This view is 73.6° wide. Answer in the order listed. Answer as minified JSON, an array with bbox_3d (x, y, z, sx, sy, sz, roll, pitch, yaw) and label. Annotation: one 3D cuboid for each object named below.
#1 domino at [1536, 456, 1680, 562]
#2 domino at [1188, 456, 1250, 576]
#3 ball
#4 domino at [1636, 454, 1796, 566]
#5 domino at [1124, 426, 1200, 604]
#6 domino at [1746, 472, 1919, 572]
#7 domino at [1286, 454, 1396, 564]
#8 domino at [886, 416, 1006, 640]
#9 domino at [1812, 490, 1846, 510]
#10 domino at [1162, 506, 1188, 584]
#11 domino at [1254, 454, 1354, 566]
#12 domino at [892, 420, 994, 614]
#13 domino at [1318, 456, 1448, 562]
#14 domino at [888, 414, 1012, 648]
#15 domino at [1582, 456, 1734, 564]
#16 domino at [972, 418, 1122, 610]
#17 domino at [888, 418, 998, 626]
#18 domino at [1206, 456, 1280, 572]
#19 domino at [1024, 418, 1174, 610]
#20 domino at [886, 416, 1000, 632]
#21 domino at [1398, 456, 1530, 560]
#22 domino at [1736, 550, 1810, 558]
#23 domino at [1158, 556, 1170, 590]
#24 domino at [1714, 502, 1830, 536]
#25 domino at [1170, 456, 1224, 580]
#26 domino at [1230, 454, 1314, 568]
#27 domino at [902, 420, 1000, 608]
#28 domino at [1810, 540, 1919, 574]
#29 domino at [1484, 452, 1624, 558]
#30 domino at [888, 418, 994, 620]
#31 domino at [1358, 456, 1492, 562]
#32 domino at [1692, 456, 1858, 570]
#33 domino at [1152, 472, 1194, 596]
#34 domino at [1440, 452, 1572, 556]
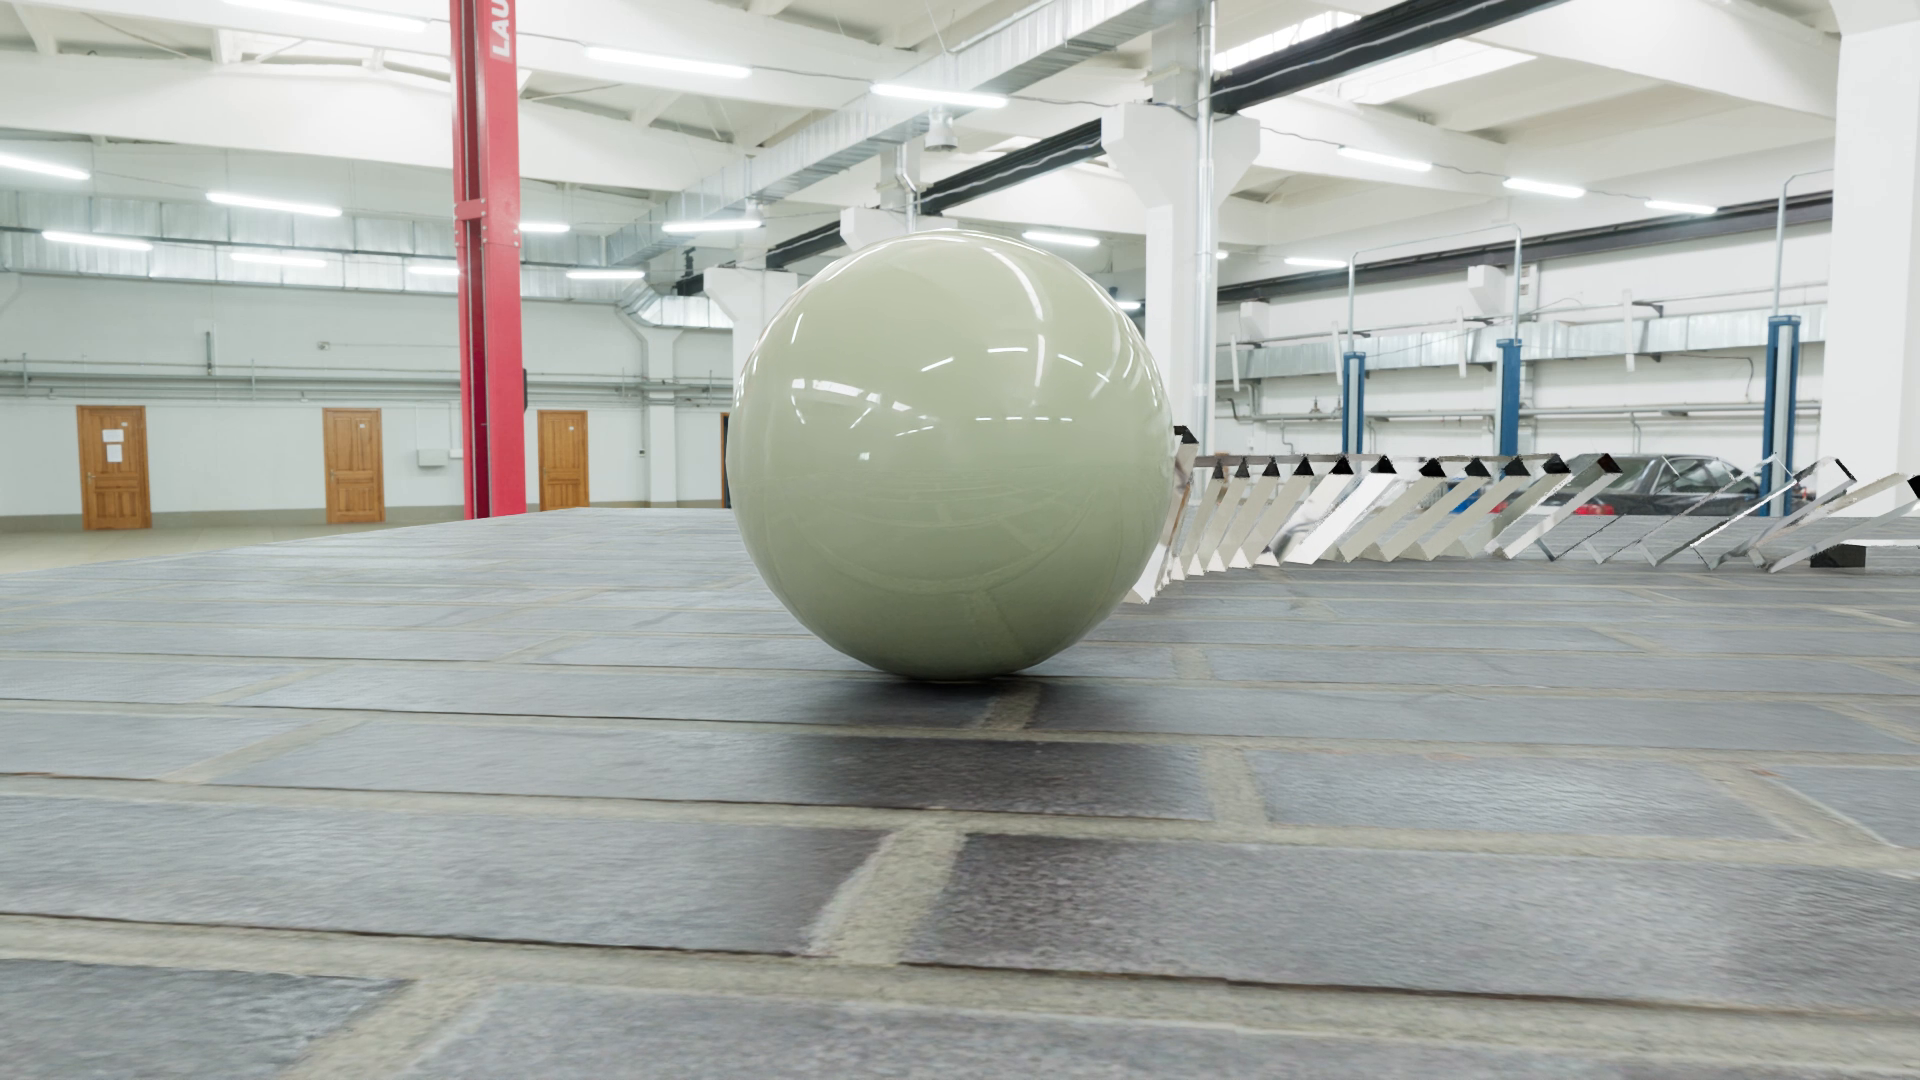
[{"bbox_3d":[0.234,-0.011,0.464,0.050,0.010,0.025,-40,-15,25],"label":"domino"},{"bbox_3d":[0.078,-0.009,0.435,0.025,0.009,0.050,3,43,34],"label":"domino"},{"bbox_3d":[-0.002,-0.015,0.230,0.080,0.080,0.080,0,4,0],"label":"ball"},{"bbox_3d":[0.260,-0.010,0.443,0.050,0.009,0.025,-40,-14,28],"label":"domino"},{"bbox_3d":[0.046,-0.008,0.354,0.025,0.050,0.009,4,-26,39],"label":"domino"},{"bbox_3d":[0.291,-0.006,0.427,0.050,0.010,0.025,-30,-7,20],"label":"domino"},{"bbox_3d":[0.134,-0.012,0.471,0.050,0.009,0.025,-43,20,-17],"label":"domino"},{"bbox_3d":[-0.003,-0.003,0.284,0.025,0.050,0.009,0,-23,0],"label":"domino"},{"bbox_3d":[0.305,-0.017,0.478,0.025,0.010,0.050,1,4,13],"label":"domino"},{"bbox_3d":[0.057,-0.007,0.407,0.025,0.010,0.050,1,42,21],"label":"domino"},{"bbox_3d":[0.118,-0.012,0.465,0.050,0.010,0.025,-45,26,-23],"label":"domino"},{"bbox_3d":[-0.004,-0.006,0.327,0.025,0.050,0.010,0,-23,0],"label":"domino"},{"bbox_3d":[0.152,-0.012,0.474,0.050,0.010,0.025,-39,13,-9],"label":"domino"},{"bbox_3d":[-0.002,-0.002,0.274,0.025,0.050,0.010,0,-23,0],"label":"domino"},{"bbox_3d":[0.247,-0.010,0.454,0.050,0.009,0.025,-40,-17,28],"label":"domino"},{"bbox_3d":[0.023,-0.007,0.341,0.009,0.050,0.025,29,-13,-33],"label":"domino"},{"bbox_3d":[-0.004,-0.005,0.306,0.025,0.050,0.009,0,-23,0],"label":"domino"},{"bbox_3d":[0.090,-0.010,0.447,0.025,0.009,0.050,3,43,40],"label":"domino"},{"bbox_3d":[0.037,-0.007,0.340,0.009,0.050,0.025,29,-13,-33],"label":"domino"},{"bbox_3d":[-0.004,-0.004,0.295,0.025,0.050,0.009,0,-23,0],"label":"domino"},{"bbox_3d":[0.184,-0.012,0.478,0.050,0.010,0.025,-38,10,-6],"label":"domino"},{"bbox_3d":[0.314,0.000,0.507,0.025,0.010,0.050,1,4,17],"label":"domino"},{"bbox_3d":[0.053,-0.006,0.392,0.025,0.010,0.050,2,42,20],"label":"domino"},{"bbox_3d":[0.310,-0.009,0.491,0.025,0.010,0.050,1,4,17],"label":"domino"},{"bbox_3d":[0.068,-0.008,0.421,0.025,0.010,0.050,2,43,29],"label":"domino"},{"bbox_3d":[0.103,-0.011,0.457,0.025,0.009,0.050,4,44,47],"label":"domino"},{"bbox_3d":[-0.002,-0.007,0.338,0.025,0.050,0.010,0,-24,0],"label":"domino"},{"bbox_3d":[0.318,0.006,0.430,0.050,0.010,0.025,0,4,-3],"label":"domino"},{"bbox_3d":[0.219,-0.013,0.479,0.050,0.009,0.025,-39,-1,6],"label":"domino"},{"bbox_3d":[-0.004,-0.006,0.316,0.025,0.050,0.010,0,-23,0],"label":"domino"},{"bbox_3d":[0.169,-0.012,0.475,0.050,0.009,0.025,-38,10,-6],"label":"domino"},{"bbox_3d":[0.274,-0.009,0.434,0.050,0.009,0.025,-40,-13,25],"label":"domino"},{"bbox_3d":[0.051,-0.005,0.376,0.025,0.009,0.050,5,43,23],"label":"domino"},{"bbox_3d":[0.201,-0.013,0.482,0.050,0.009,0.025,-38,7,-7],"label":"domino"}]
